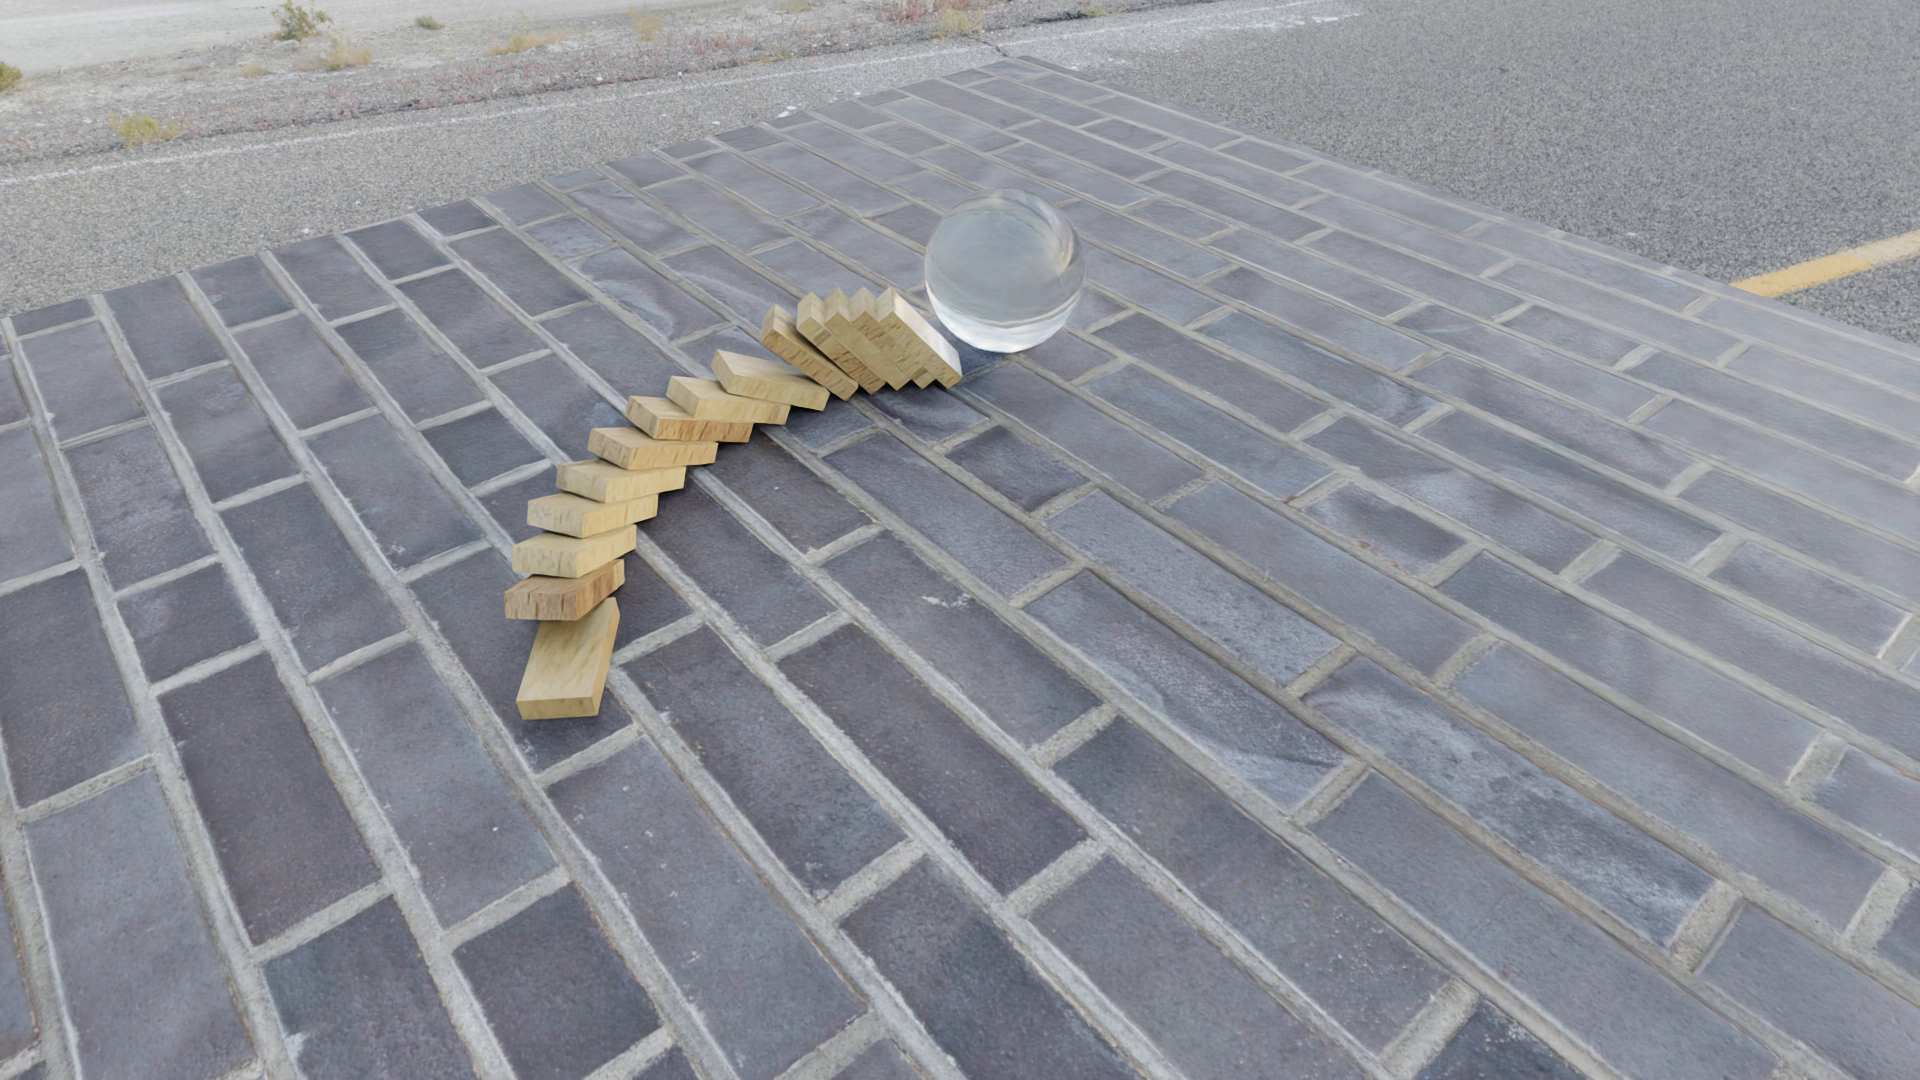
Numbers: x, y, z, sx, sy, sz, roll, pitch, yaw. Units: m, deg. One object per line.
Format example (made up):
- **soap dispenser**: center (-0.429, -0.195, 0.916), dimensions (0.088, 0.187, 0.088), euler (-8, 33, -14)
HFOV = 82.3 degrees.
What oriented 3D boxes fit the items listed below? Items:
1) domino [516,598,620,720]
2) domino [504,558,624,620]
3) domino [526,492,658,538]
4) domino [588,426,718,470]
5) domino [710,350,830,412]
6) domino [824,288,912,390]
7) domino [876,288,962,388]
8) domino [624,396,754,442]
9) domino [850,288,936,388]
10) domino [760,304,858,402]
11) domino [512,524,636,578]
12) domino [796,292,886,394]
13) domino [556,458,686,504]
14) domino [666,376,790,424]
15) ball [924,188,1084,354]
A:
- **domino**: center (-0.139, 0.041, 0.393), dimensions (0.025, 0.009, 0.050), euler (-3, 39, -4)
- **domino**: center (-0.145, 0.017, 0.406), dimensions (0.025, 0.010, 0.050), euler (1, 13, 2)
- **domino**: center (-0.147, -0.013, 0.442), dimensions (0.025, 0.009, 0.050), euler (13, 15, 16)
- **domino**: center (-0.132, -0.041, 0.476), dimensions (0.025, 0.009, 0.050), euler (25, 19, 27)
- **domino**: center (-0.089, -0.075, 0.518), dimensions (0.050, 0.009, 0.025), euler (7, 30, -37)
- **domino**: center (-0.045, -0.098, 0.535), dimensions (0.009, 0.050, 0.025), euler (-36, 34, 21)
- **domino**: center (-0.020, -0.098, 0.536), dimensions (0.010, 0.050, 0.025), euler (-36, 34, 21)
- **domino**: center (-0.121, -0.054, 0.492), dimensions (0.025, 0.010, 0.050), euler (34, 23, 34)
- **domino**: center (-0.032, -0.098, 0.536), dimensions (0.009, 0.050, 0.025), euler (-36, 34, 21)
- **domino**: center (-0.072, -0.090, 0.528), dimensions (0.050, 0.010, 0.025), euler (33, 29, -28)
- **domino**: center (-0.147, 0.003, 0.424), dimensions (0.025, 0.009, 0.050), euler (6, 13, 7)
- **domino**: center (-0.057, -0.095, 0.532), dimensions (0.009, 0.050, 0.025), euler (-36, 34, 21)
- **domino**: center (-0.141, -0.026, 0.459), dimensions (0.025, 0.010, 0.050), euler (17, 16, 20)
- **domino**: center (-0.106, -0.064, 0.505), dimensions (0.050, 0.009, 0.025), euler (-2, 30, -47)
- **ball**: center (0.022, -0.134, 0.552), dimensions (0.080, 0.080, 0.080), euler (0, 39, 0)
